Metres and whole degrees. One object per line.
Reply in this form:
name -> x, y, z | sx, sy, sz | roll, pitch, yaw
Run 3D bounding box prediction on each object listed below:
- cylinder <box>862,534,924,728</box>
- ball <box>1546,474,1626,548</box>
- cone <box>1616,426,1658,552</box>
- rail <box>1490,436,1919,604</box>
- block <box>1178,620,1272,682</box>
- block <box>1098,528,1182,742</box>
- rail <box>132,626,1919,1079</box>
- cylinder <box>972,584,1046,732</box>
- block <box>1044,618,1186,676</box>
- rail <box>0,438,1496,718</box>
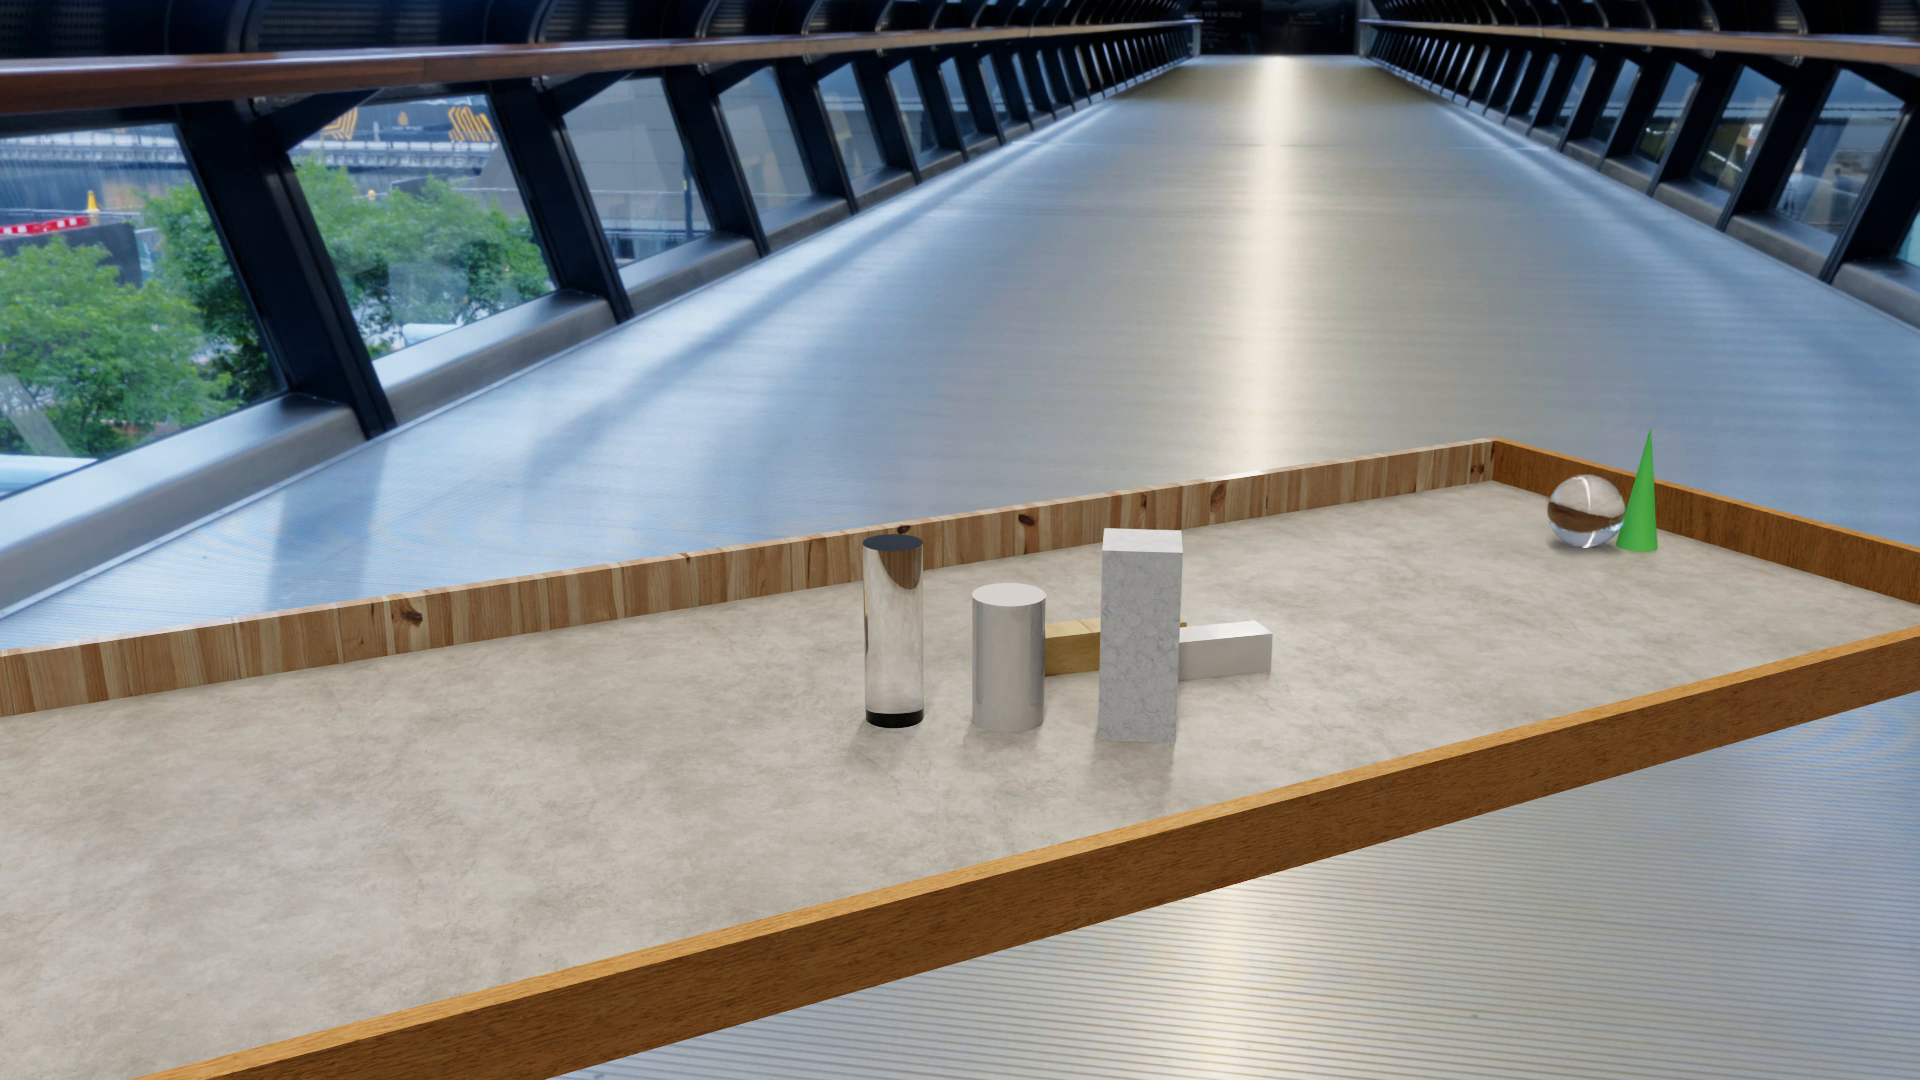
cylinder -> -0.155, 0.213, 3.862 | 0.139, 0.432, 0.139 | 0, 16, 0
ball -> 1.994, -0.093, 5.255 | 0.235, 0.235, 0.235 | 0, 16, 0
cone -> 2.169, -0.169, 5.231 | 0.124, 0.394, 0.124 | 0, 16, 0
rail -> 2.466, -0.048, 5.253 | 0.050, 0.150, 2.100 | -9, 18, -27
block -> 0.591, 0.287, 4.194 | 0.392, 0.104, 0.104 | -4, 17, -15
block -> 0.414, 0.219, 3.805 | 0.178, 0.455, 0.178 | 2, 16, 6
rail -> -2.336, 1.006, 1.665 | 12.000, 0.150, 0.050 | -9, 18, -27
cylinder -> 0.114, 0.275, 3.871 | 0.172, 0.310, 0.172 | 0, 16, 0
block -> 0.364, 0.267, 4.260 | 0.435, 0.104, 0.104 | -5, 17, -17
rail -> -3.305, 0.497, 3.399 | 12.000, 0.150, 0.050 | -9, 18, -27
